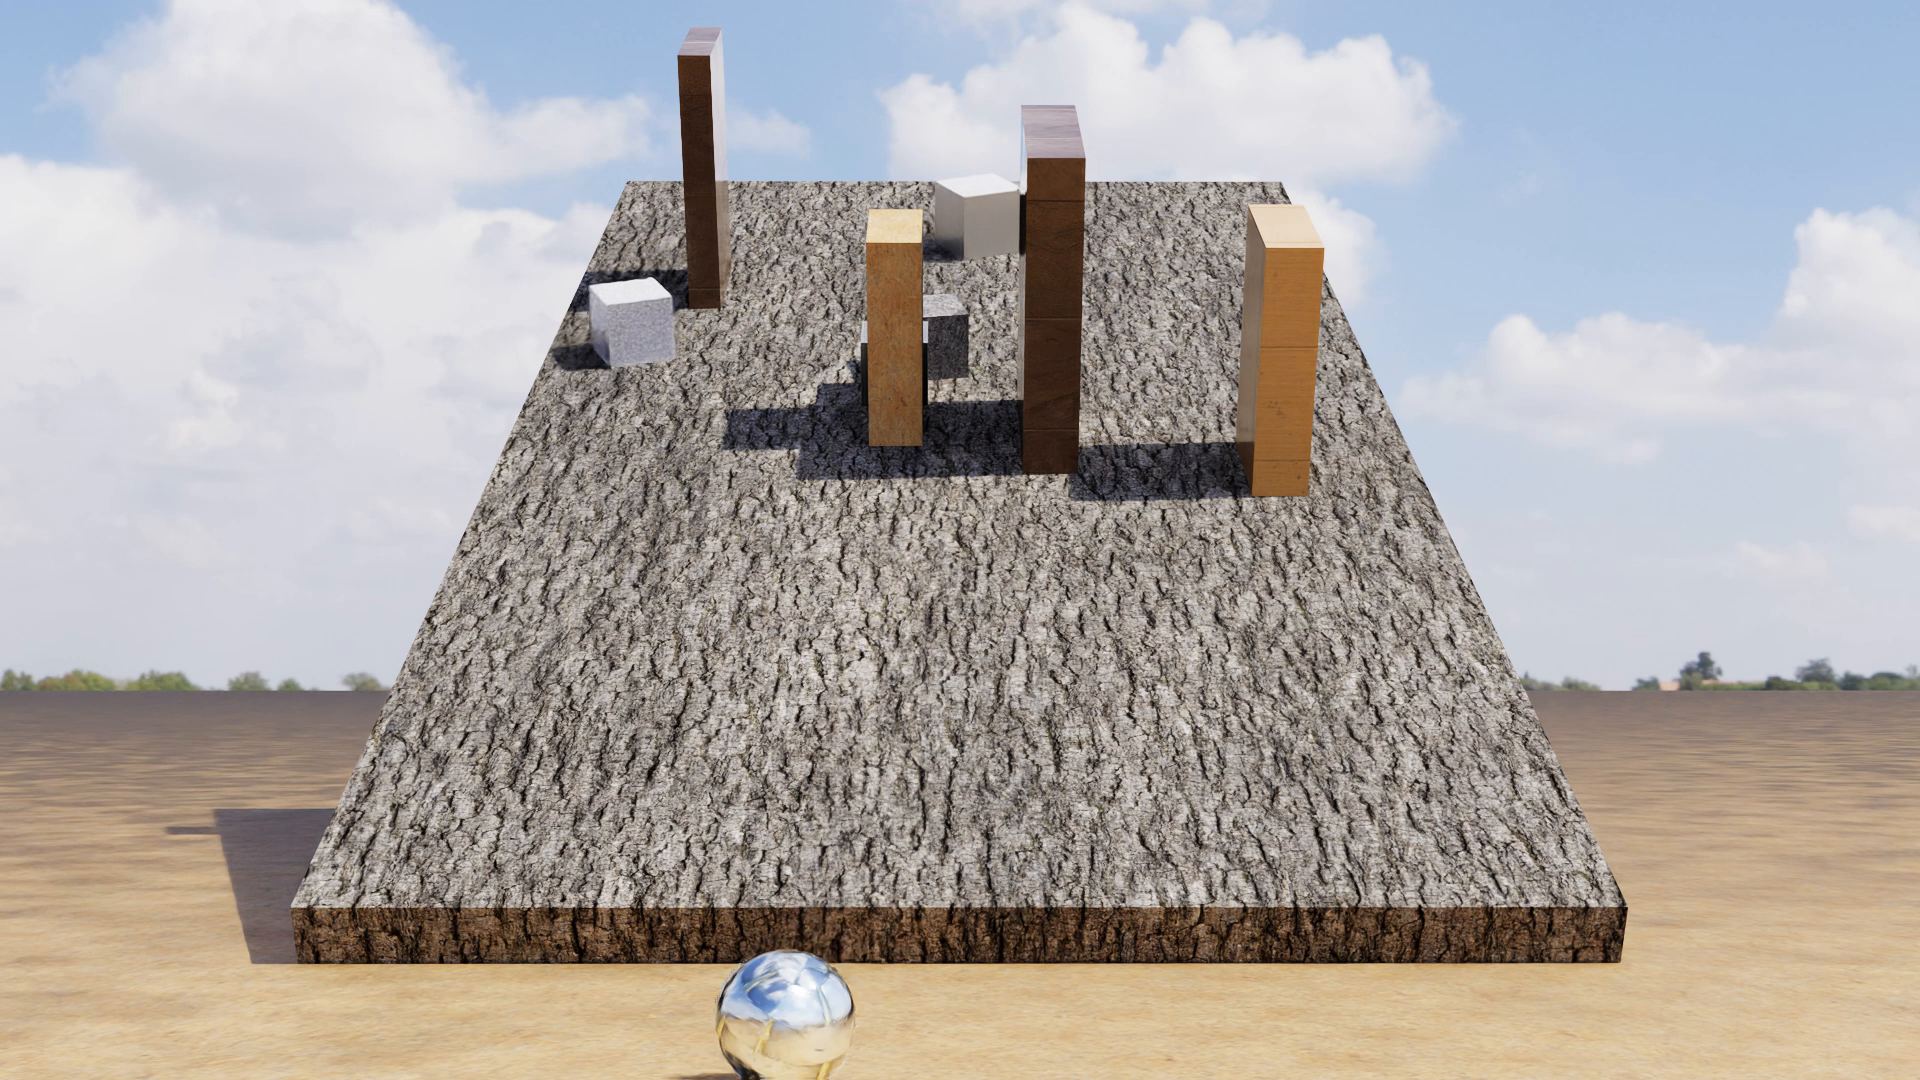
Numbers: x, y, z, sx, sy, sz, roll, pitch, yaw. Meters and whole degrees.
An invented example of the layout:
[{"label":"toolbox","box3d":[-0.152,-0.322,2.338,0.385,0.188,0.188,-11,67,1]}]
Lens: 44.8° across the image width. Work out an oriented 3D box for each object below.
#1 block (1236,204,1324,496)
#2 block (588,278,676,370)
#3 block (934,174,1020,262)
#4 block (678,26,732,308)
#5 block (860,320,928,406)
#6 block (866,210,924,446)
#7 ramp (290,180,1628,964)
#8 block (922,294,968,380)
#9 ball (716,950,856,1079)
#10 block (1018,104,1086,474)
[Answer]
[{"label":"block","box3d":[0.673,-0.403,4.934,0.118,0.543,0.308,0,24,0]},{"label":"block","box3d":[-0.797,-0.528,5.666,0.162,0.162,0.162,-10,26,-21]},{"label":"block","box3d":[0.052,-0.895,6.459,0.182,0.182,0.182,-11,27,-24]},{"label":"block","box3d":[-0.658,-0.965,6.034,0.081,0.656,0.332,0,24,0]},{"label":"block","box3d":[-0.151,-0.412,5.423,0.153,0.153,0.153,0,24,-1]},{"label":"block","box3d":[-0.142,-0.472,5.175,0.118,0.468,0.248,0,24,0]},{"label":"ramp","box3d":[-0.008,-0.229,5.326,2.000,0.100,4.000,0,24,0]},{"label":"block","box3d":[-0.074,-0.485,5.578,0.159,0.159,0.159,-5,25,-11]},{"label":"ball","box3d":[-0.180,0.498,2.416,0.146,0.146,0.146,0,-4,0]},{"label":"block","box3d":[0.194,-0.551,5.075,0.119,0.694,0.445,0,24,0]}]
